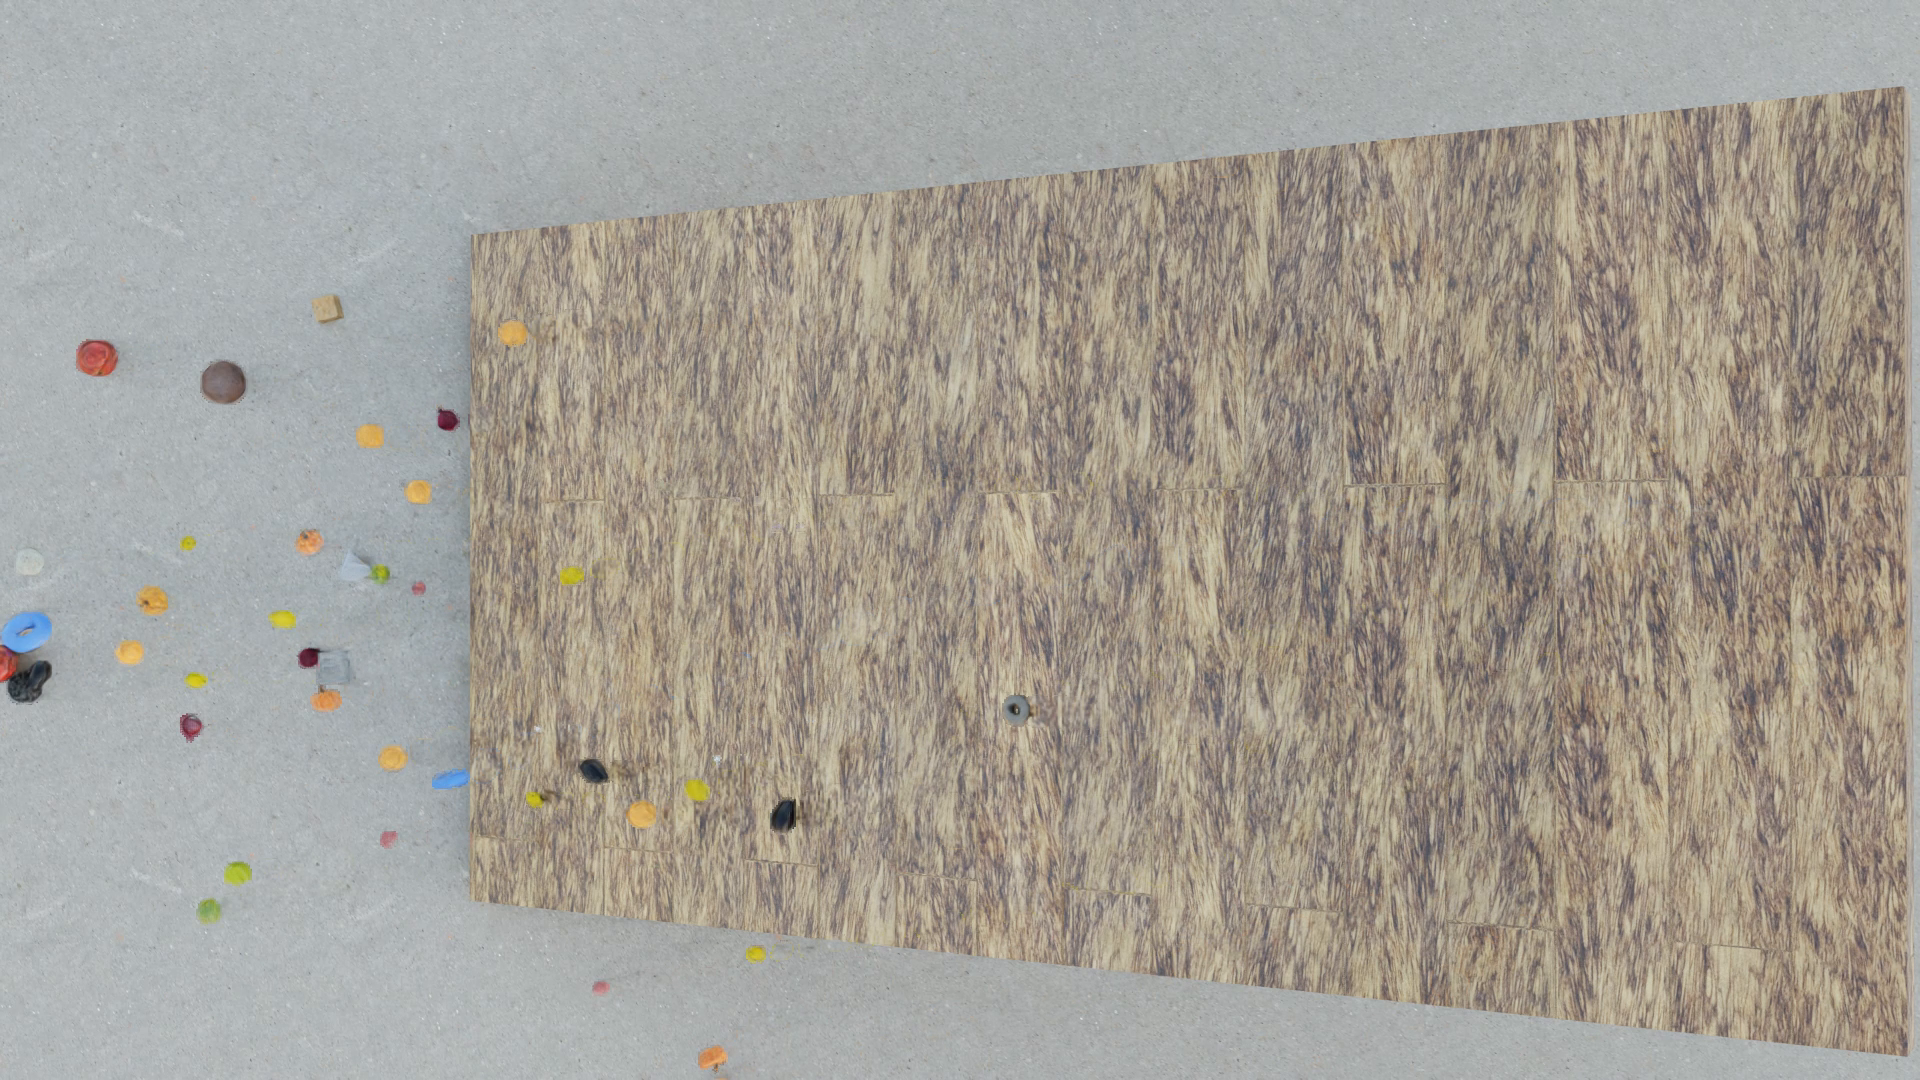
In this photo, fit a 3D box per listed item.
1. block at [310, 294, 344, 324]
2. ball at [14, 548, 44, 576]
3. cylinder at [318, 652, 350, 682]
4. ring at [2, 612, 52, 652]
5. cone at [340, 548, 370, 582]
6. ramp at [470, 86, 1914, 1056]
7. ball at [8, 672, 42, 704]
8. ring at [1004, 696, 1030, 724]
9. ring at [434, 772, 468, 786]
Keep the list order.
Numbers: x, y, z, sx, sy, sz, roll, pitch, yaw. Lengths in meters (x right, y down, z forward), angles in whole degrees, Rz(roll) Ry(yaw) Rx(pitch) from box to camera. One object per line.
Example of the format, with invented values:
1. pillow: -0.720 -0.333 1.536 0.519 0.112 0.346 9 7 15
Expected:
1. block: -1.917 -0.700 6.665 0.068 0.068 0.068 -17 89 0
2. ball: -2.815 0.067 6.651 0.081 0.081 0.081 0 89 0
3. cylinder: -1.889 0.382 6.633 0.092 0.092 0.092 -1 87 0
4. ring: -2.814 0.277 6.632 0.145 0.048 0.145 -2 46 2
5. cone: -1.845 0.063 6.670 0.090 0.090 0.090 -22 64 0
6. ramp: 0.265 0.073 5.611 4.000 0.100 2.000 0 89 31
7. ball: -2.822 0.445 6.640 0.096 0.096 0.096 0 89 0
8. ring: 0.145 0.434 5.608 0.075 0.025 0.075 -1 89 33
9. ring: -1.489 0.699 6.431 0.097 0.097 0.032 -9 91 0
